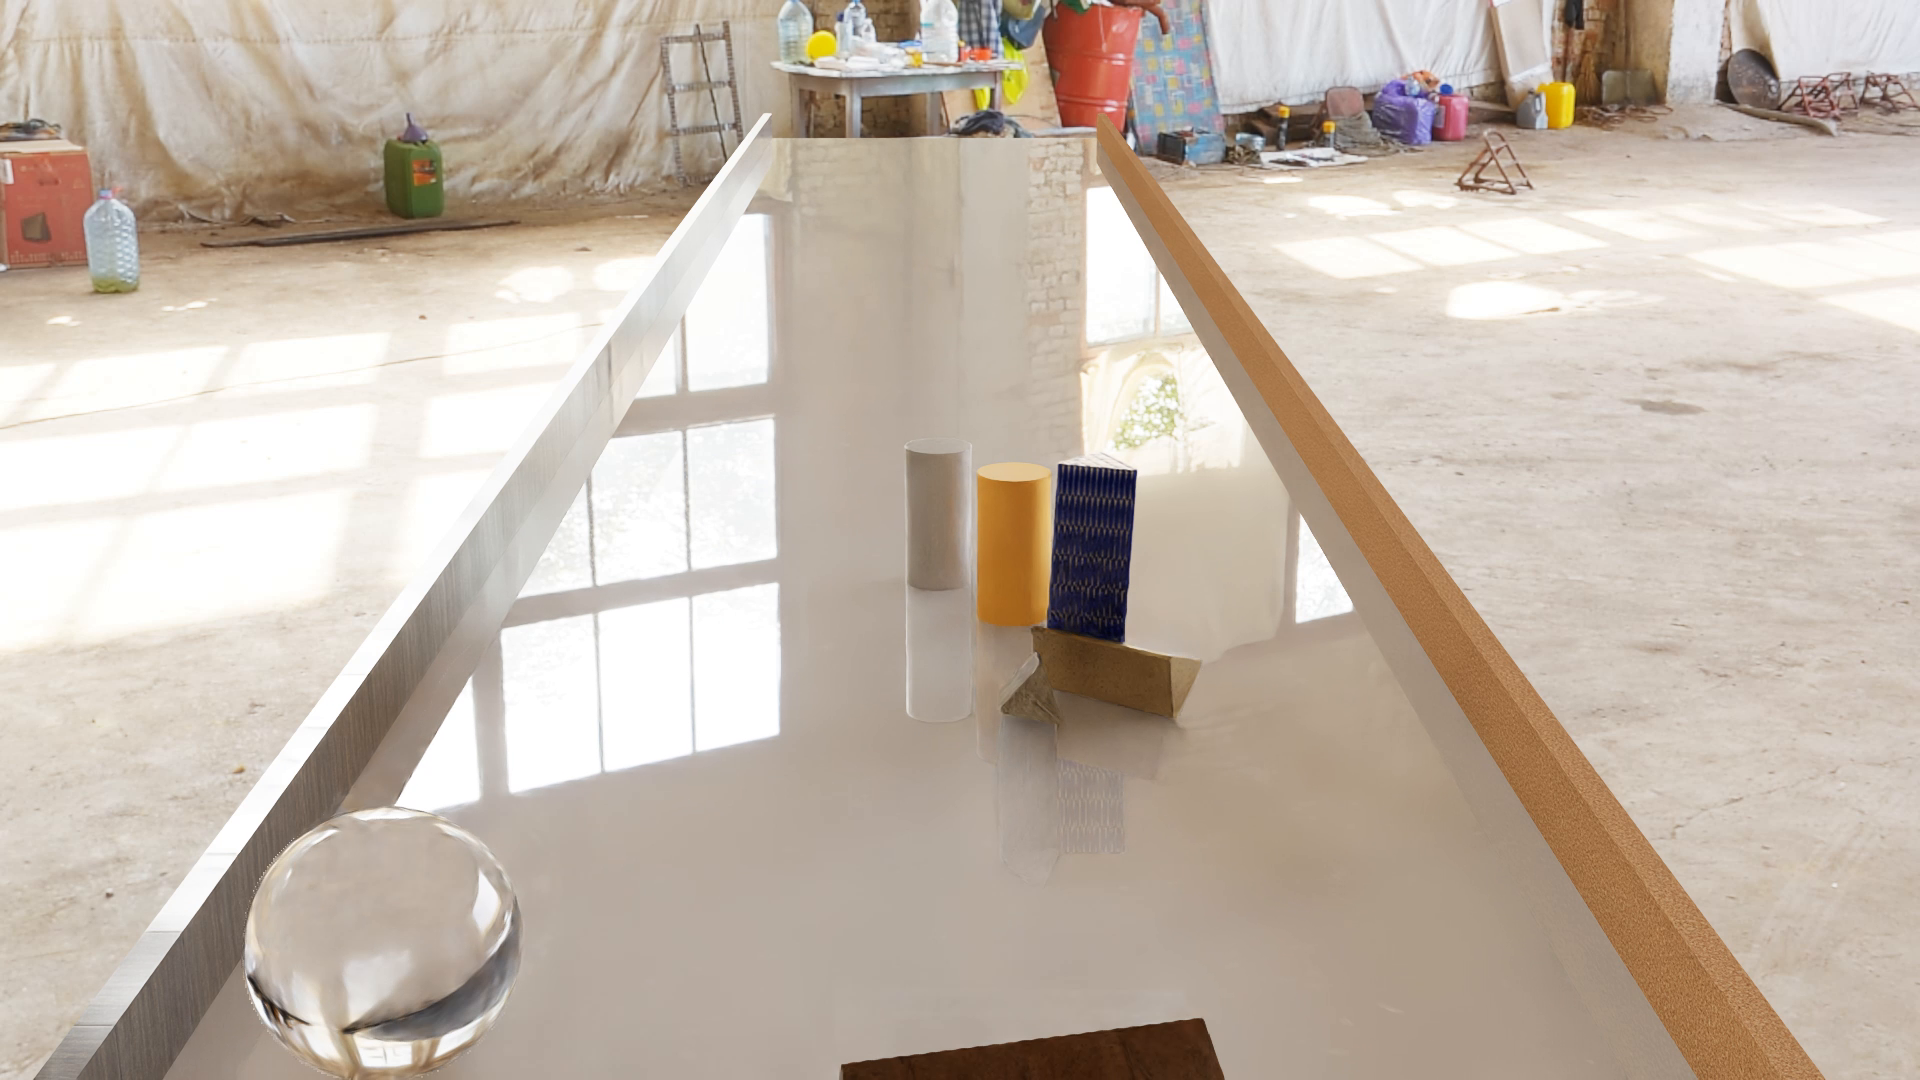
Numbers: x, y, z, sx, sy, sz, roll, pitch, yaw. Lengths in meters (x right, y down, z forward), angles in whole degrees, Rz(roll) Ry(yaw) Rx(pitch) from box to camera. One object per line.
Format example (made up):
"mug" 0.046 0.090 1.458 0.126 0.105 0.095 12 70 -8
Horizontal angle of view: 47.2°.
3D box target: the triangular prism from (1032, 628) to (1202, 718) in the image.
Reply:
"triangular prism" 0.284 0.225 4.174 0.306 0.111 0.128 11 60 34

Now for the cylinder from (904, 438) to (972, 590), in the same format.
"cylinder" -0.048 -0.058 4.876 0.148 0.311 0.148 0 17 0

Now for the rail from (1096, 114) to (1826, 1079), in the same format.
"rail" 0.932 -0.844 7.801 0.050 0.150 12.000 0 17 -1

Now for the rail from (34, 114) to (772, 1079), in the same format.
"rail" -1.118 -0.838 7.780 0.050 0.150 12.000 0 17 -1

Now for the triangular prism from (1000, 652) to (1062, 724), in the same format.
"triangular prism" 0.134 0.257 3.965 0.108 0.093 0.406 12 0 1

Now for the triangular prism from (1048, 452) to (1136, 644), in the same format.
"triangular prism" 0.264 0.036 4.389 0.152 0.406 0.131 5 15 6

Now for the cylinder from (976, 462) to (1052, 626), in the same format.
"cylinder" 0.113 0.008 4.645 0.155 0.316 0.155 0 17 0

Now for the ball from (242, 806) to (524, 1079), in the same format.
"ball" -0.745 0.522 2.853 0.352 0.352 0.352 0 17 0

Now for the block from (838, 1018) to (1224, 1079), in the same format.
"block" 0.084 0.688 2.546 0.436 0.153 0.153 -4 44 -13
